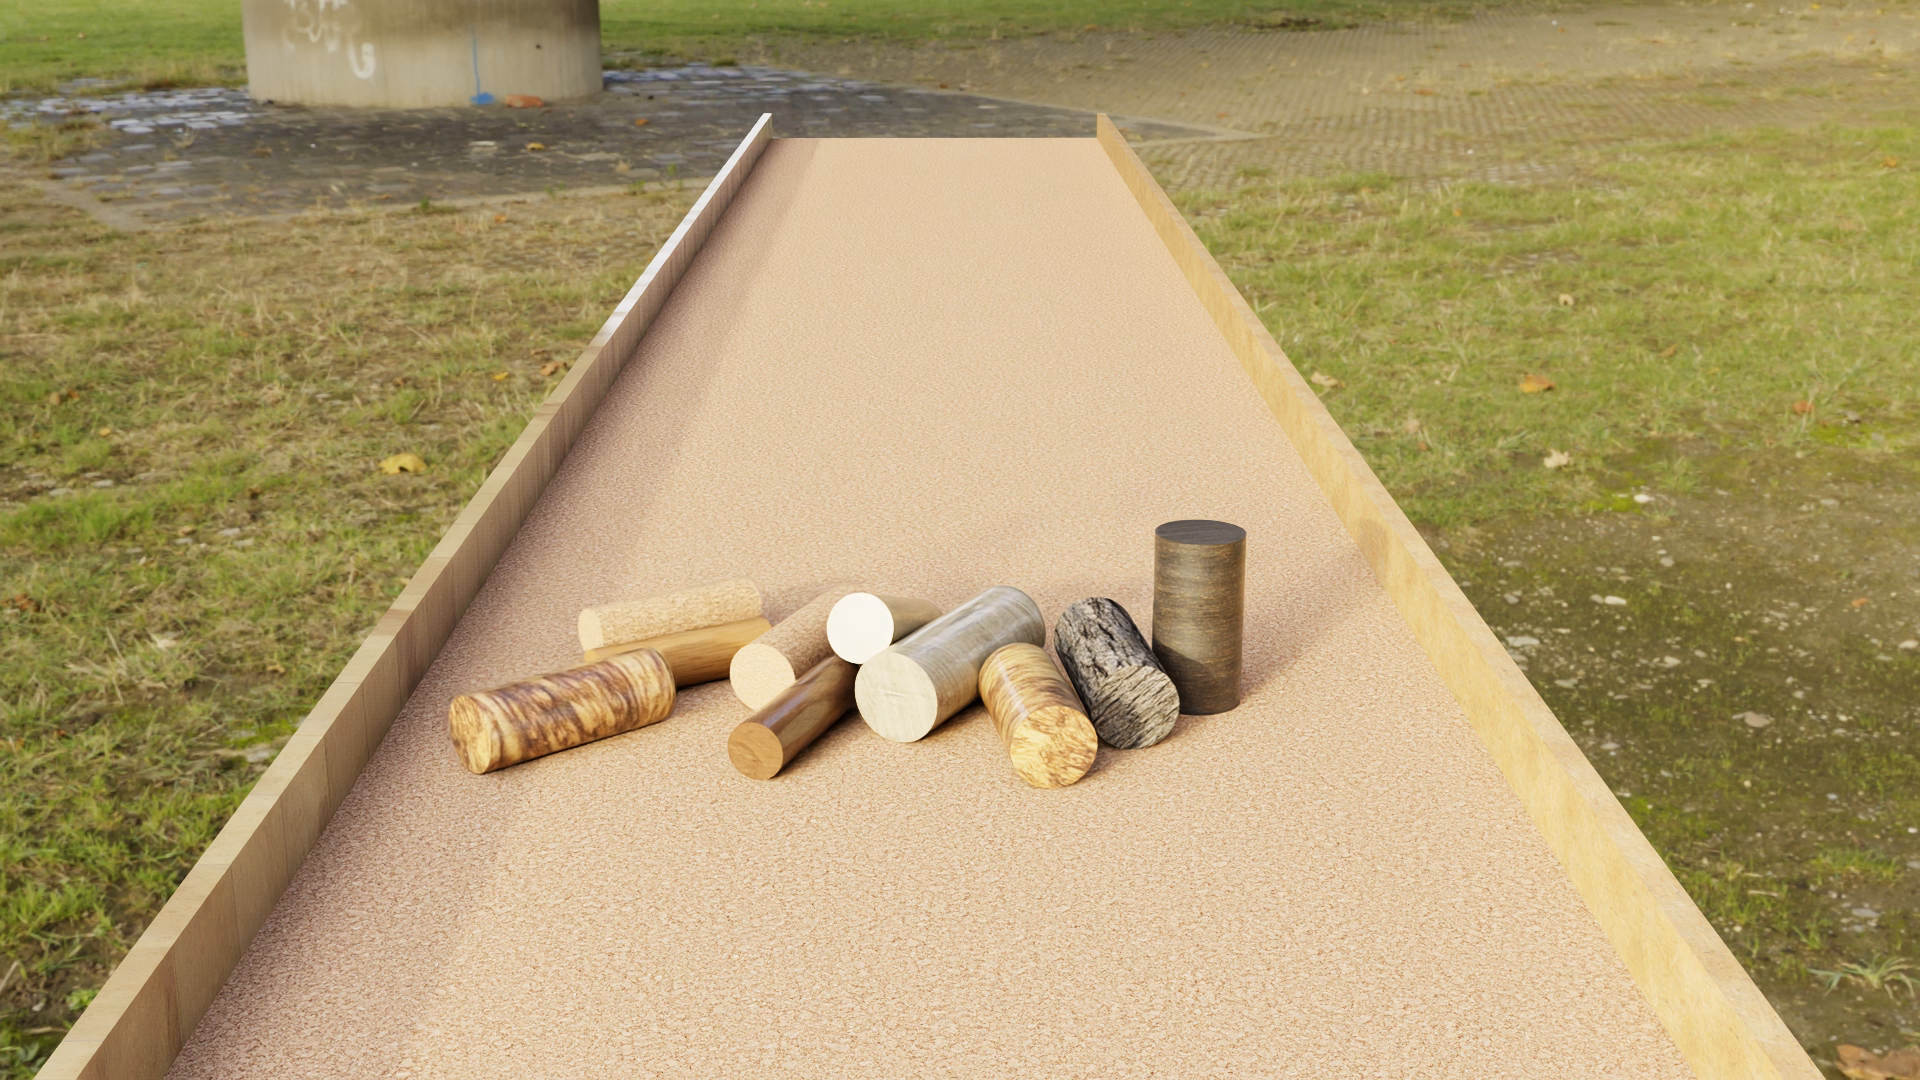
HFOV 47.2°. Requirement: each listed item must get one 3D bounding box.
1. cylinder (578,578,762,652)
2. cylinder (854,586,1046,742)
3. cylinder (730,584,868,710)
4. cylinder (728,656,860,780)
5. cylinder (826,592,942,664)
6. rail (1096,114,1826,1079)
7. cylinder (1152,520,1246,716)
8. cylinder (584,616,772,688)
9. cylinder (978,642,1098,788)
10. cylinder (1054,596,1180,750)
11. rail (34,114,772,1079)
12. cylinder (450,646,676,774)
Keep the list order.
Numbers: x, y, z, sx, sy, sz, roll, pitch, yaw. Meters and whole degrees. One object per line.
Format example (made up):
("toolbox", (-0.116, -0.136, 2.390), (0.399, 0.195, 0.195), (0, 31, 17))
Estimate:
("cylinder", (-0.590, 0.161, 4.498), (0.364, 0.107, 0.107), (-12, 20, -35))
("cylinder", (-0.011, 0.228, 4.159), (0.171, 0.171, 0.448), (9, 19, 27))
("cylinder", (-0.296, 0.207, 4.291), (0.137, 0.137, 0.394), (7, 18, 21))
("cylinder", (-0.291, 0.317, 3.977), (0.106, 0.106, 0.371), (6, 18, 19))
("cylinder", (-0.136, 0.173, 4.237), (0.132, 0.132, 0.328), (5, -2, 18))
("rail", (0.932, -0.844, 7.801), (0.050, 0.150, 12.000), (0, 17, -1))
("cylinder", (0.449, 0.145, 4.154), (0.171, 0.334, 0.171), (0, 17, 0))
("cylinder", (-0.541, 0.231, 4.268), (0.363, 0.104, 0.104), (-10, 19, -31))
("cylinder", (0.135, 0.309, 3.923), (0.152, 0.152, 0.332), (-3, 17, -9))
("cylinder", (0.288, 0.244, 4.123), (0.162, 0.162, 0.396), (-2, 17, -7))
("rail", (-1.118, -0.838, 7.780), (0.050, 0.150, 12.000), (0, 17, -1))
("cylinder", (-0.713, 0.302, 3.963), (0.387, 0.141, 0.141), (-14, 22, -40))
